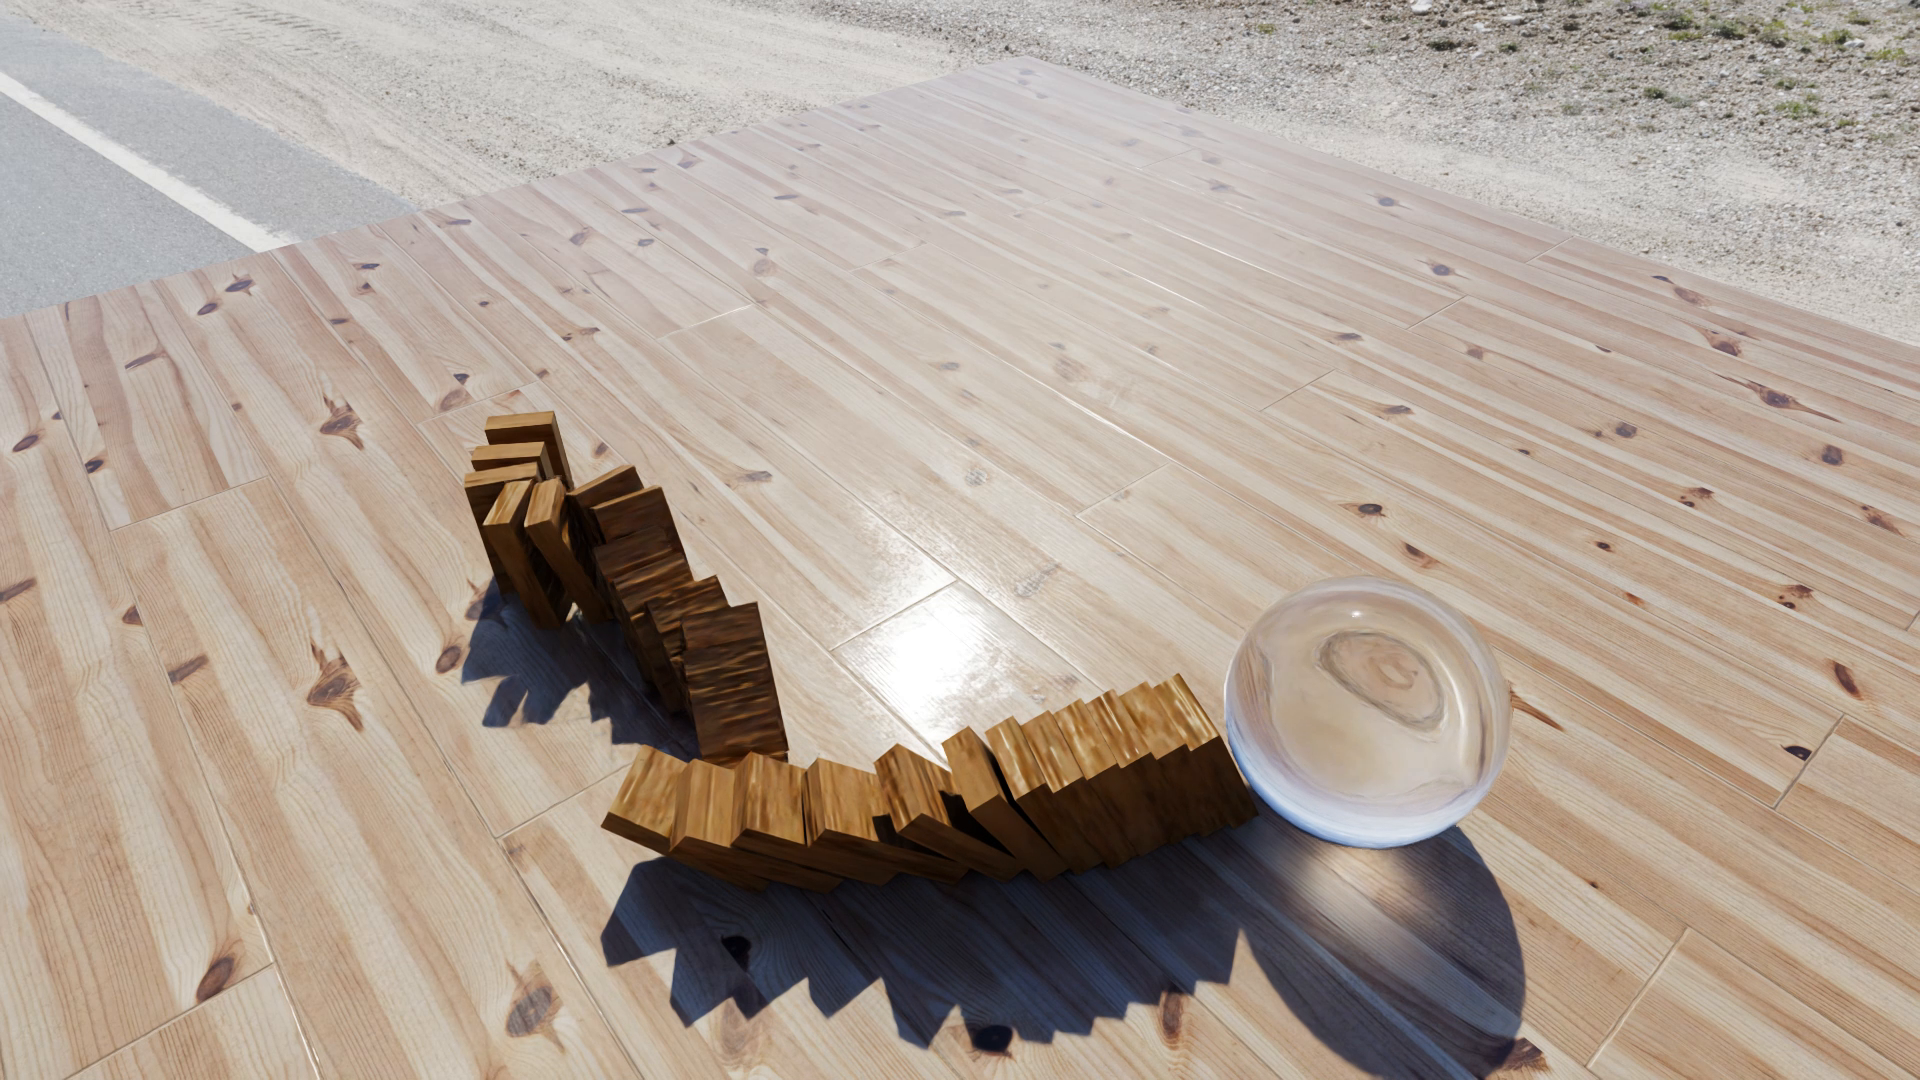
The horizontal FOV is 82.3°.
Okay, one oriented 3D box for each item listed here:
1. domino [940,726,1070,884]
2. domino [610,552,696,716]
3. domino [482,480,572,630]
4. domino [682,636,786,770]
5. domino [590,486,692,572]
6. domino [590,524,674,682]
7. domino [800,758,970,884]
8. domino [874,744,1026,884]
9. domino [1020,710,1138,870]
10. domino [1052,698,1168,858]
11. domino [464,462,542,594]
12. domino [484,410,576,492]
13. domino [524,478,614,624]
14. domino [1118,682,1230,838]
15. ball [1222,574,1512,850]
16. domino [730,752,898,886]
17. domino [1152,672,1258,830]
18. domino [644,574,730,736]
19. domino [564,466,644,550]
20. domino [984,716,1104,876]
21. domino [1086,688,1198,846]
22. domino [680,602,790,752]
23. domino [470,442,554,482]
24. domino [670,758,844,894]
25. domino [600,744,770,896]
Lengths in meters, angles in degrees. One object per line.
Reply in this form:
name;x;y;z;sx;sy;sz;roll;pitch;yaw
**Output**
domino;0.014;0.077;0.318;0.009;0.050;0.025;-33;42;5
domino;-0.098;0.032;0.380;0.025;0.010;0.050;-24;86;-25
domino;-0.156;0.006;0.404;0.009;0.050;0.025;-6;39;5
domino;-0.071;0.058;0.349;0.025;0.009;0.050;-11;81;-14
domino;-0.114;0.008;0.403;0.025;0.050;0.010;-23;16;-25
domino;-0.109;0.022;0.390;0.025;0.050;0.010;-23;2;-25
domino;-0.021;0.082;0.321;0.050;0.010;0.025;24;30;-29
domino;-0.002;0.080;0.318;0.010;0.050;0.025;-41;41;13
domino;0.035;0.074;0.322;0.009;0.050;0.025;-31;43;3
domino;0.045;0.071;0.325;0.009;0.050;0.025;-31;43;3
domino;-0.167;-0.004;0.416;0.025;0.050;0.009;-11;38;-13
domino;-0.172;-0.027;0.445;0.025;0.050;0.010;-6;40;-8
domino;-0.142;0.005;0.405;0.010;0.050;0.025;-17;40;3
domino;0.065;0.067;0.331;0.009;0.050;0.025;-31;42;3
ball;0.119;0.050;0.326;0.080;0.080;0.080;0;39;0
domino;-0.042;0.082;0.321;0.050;0.010;0.025;25;36;-27
domino;0.075;0.065;0.333;0.009;0.050;0.025;-31;43;3
domino;-0.085;0.040;0.371;0.025;0.010;0.050;-22;84;-24
domino;-0.125;0.000;0.412;0.010;0.050;0.025;6;32;46
domino;0.025;0.075;0.320;0.009;0.050;0.025;-31;43;3
domino;0.055;0.068;0.328;0.010;0.050;0.025;-31;43;3
domino;-0.074;0.048;0.361;0.025;0.009;0.050;-11;81;-16
domino;-0.170;-0.014;0.429;0.025;0.050;0.009;-4;40;-5
domino;-0.058;0.083;0.319;0.050;0.010;0.025;25;36;-27
domino;-0.077;0.083;0.325;0.050;0.010;0.025;27;39;-10
